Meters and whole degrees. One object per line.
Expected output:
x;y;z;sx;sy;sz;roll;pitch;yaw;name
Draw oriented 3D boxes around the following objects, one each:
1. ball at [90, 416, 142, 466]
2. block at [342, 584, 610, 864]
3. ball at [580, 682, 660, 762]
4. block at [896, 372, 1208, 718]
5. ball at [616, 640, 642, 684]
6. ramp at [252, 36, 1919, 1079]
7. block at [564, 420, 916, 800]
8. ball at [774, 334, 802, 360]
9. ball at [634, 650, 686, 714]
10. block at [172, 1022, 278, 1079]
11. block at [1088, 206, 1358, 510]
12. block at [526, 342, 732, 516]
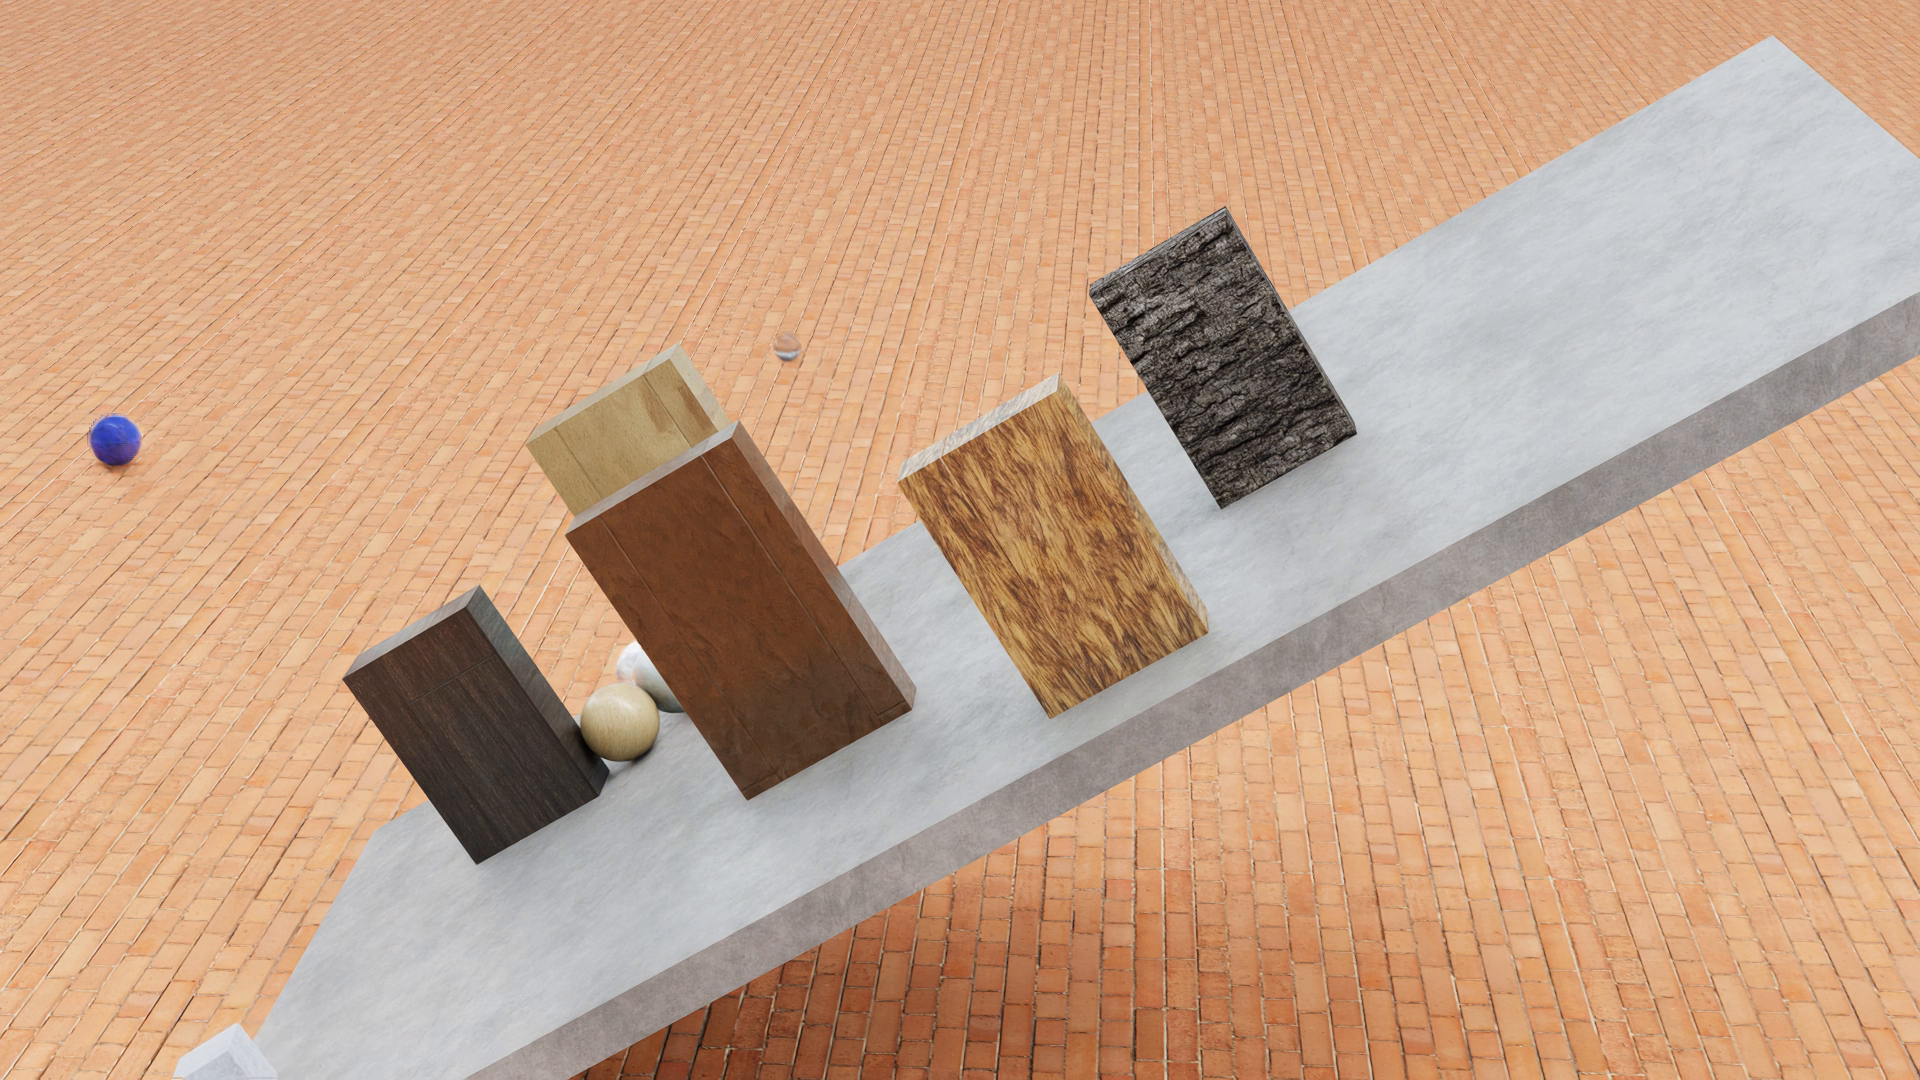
-3.106;-0.365;10.822;0.184;0.184;0.184;0;19;0;ball
-1.114;0.428;6.794;0.347;0.540;0.145;-29;15;13;block
-0.791;0.424;6.840;0.185;0.185;0.185;0;19;0;ball
0.175;0.013;5.453;0.342;0.542;0.122;-29;15;13;block
-0.801;0.340;7.592;0.173;0.173;0.173;0;19;0;ball
0.141;0.169;6.289;4.000;0.100;2.000;-29;15;13;ramp
-0.445;0.149;6.030;0.406;0.679;0.119;-29;15;13;block
-0.713;-0.797;12.153;0.113;0.113;0.113;0;19;0;ball
-0.673;0.313;6.938;0.192;0.192;0.192;0;19;0;ball
-1.550;1.140;6.195;0.147;0.147;0.147;-32;15;3;block
0.533;-0.366;5.956;0.317;0.526;0.086;-29;15;13;block
-0.648;-0.048;6.986;0.409;0.728;0.141;-29;15;13;block
